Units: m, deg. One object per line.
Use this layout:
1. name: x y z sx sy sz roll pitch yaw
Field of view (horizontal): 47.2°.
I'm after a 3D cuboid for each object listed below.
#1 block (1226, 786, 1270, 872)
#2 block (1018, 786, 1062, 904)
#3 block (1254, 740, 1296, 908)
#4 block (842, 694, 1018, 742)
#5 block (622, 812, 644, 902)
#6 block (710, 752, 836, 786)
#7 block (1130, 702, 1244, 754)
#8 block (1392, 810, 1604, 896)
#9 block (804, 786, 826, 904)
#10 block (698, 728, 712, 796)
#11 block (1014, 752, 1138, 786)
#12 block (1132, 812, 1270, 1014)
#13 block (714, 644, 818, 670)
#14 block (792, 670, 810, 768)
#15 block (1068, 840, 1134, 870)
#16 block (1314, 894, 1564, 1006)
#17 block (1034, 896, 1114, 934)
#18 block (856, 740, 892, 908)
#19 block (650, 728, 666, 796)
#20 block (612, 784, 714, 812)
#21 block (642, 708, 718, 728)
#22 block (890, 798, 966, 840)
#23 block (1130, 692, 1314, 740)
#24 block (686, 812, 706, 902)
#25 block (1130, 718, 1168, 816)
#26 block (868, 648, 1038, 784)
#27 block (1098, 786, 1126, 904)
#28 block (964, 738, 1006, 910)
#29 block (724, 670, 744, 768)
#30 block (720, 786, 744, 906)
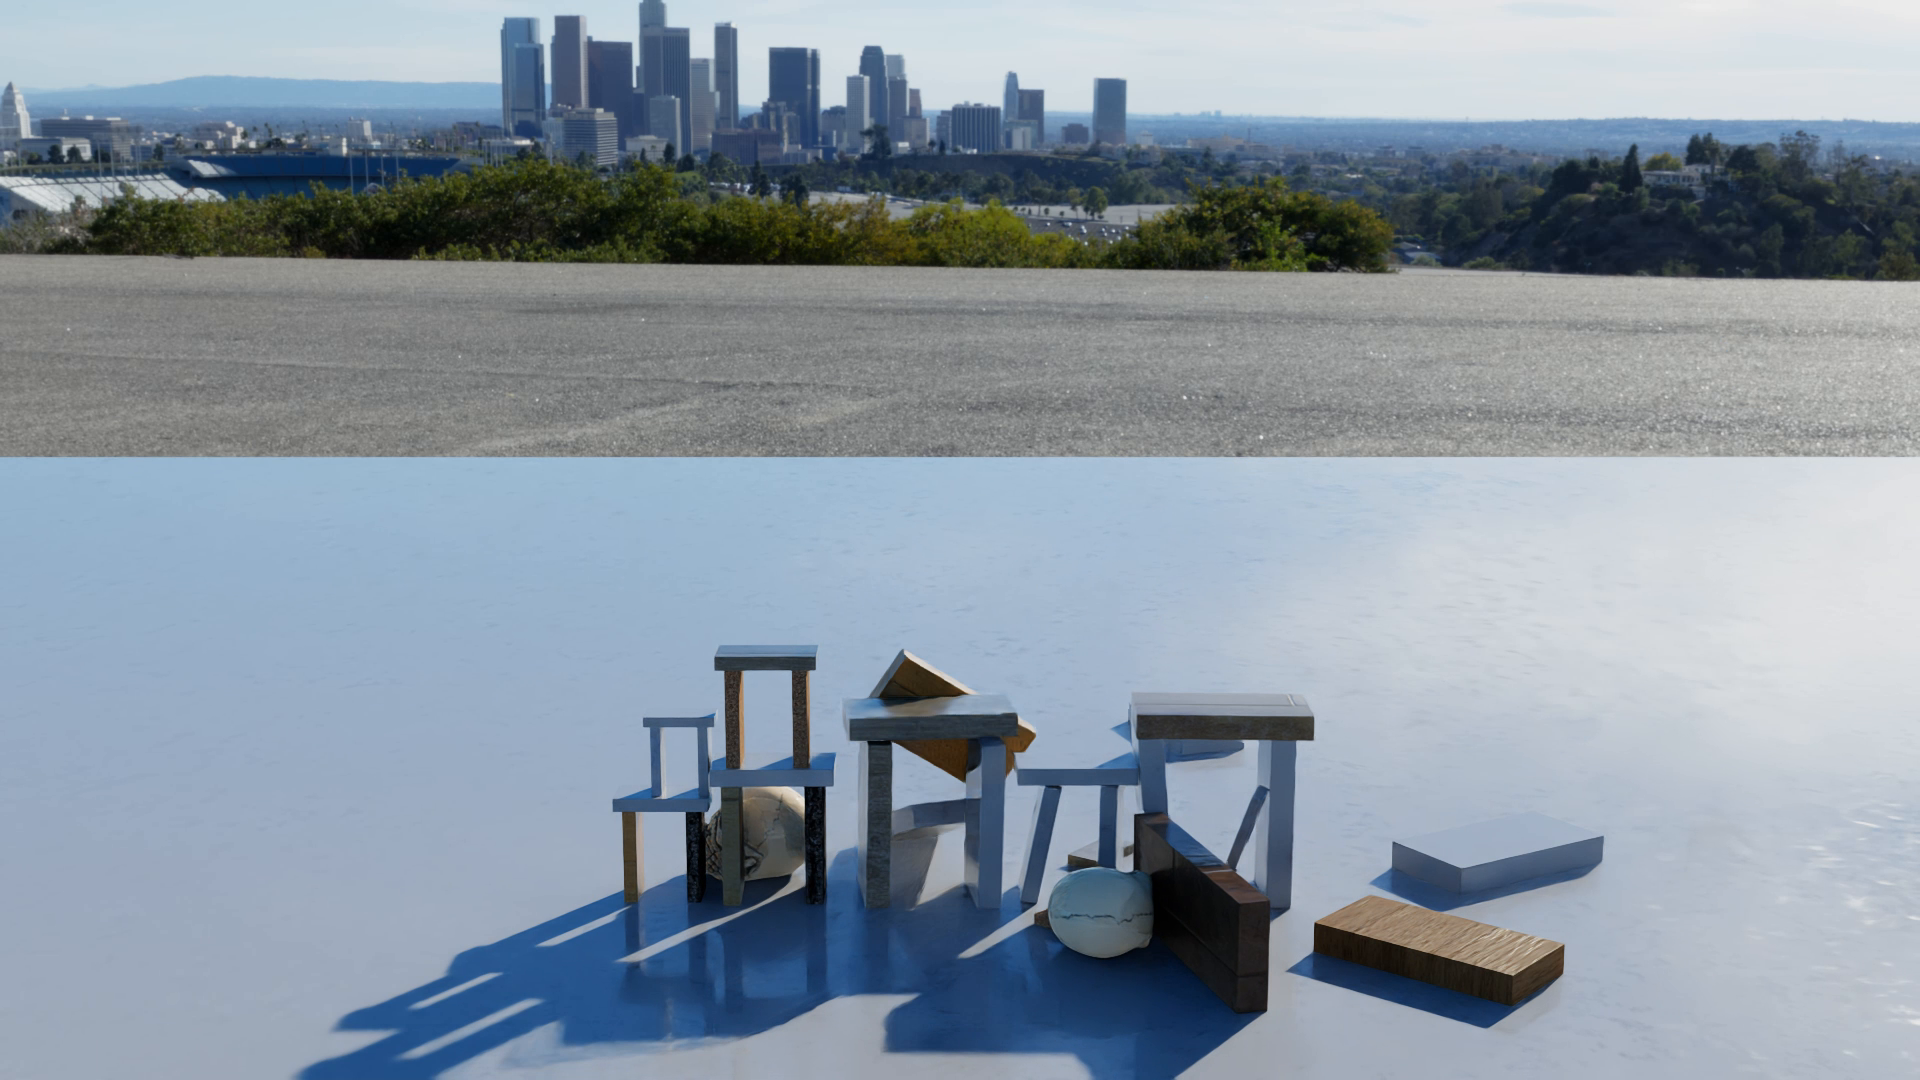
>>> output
1. block: 0.453 0.502 3.575 0.017 0.211 0.061 23 19 13
2. block: 0.132 0.492 3.650 0.028 0.198 0.099 11 10 -2
3. block: 0.521 0.450 3.642 0.040 0.285 0.143 0 11 0
4. block: -0.051 0.294 3.639 0.275 0.039 0.138 -1 9 -7
5. block: -0.542 0.514 3.651 0.022 0.156 0.078 0 11 0
6. block: -0.307 0.378 3.626 0.202 0.029 0.101 0 11 -1
7. block: 0.475 0.390 4.637 0.139 0.039 0.278 -4 11 -18
8. block: 0.932 0.540 3.810 0.335 0.047 0.167 -6 12 -31
9. block: -0.239 0.491 3.648 0.029 0.202 0.101 0 11 0
10. block: -0.421 0.358 3.629 0.016 0.116 0.058 0 11 0
11. block: 0.191 0.379 3.640 0.198 0.028 0.099 0 11 -2
12. block: 0.363 0.562 3.363 0.047 0.167 0.434 -3 11 -15
13. block: -0.315 0.192 3.590 0.164 0.023 0.082 0 11 -1
14. block: -0.261 0.284 3.608 0.023 0.164 0.082 0 11 -1
15. block: 0.248 0.548 3.847 0.061 0.017 0.122 8 13 35
16. block: 0.729 0.623 3.361 0.335 0.047 0.167 9 14 40
17. block: 0.185 0.604 3.547 0.122 0.017 0.061 -10 14 -43
18. block: -0.142 0.454 3.642 0.039 0.275 0.138 0 10 -9
19. block: -0.498 0.358 3.629 0.016 0.116 0.058 0 11 0
20. block: -0.490 0.427 3.634 0.156 0.022 0.078 0 11 0
21. block: -0.460 0.292 3.617 0.116 0.016 0.058 0 11 0
22. block: -0.060 0.488 3.830 0.139 0.039 0.278 -4 -11 -21
23. block: 0.428 0.289 3.610 0.285 0.040 0.143 1 11 1
24. block: -0.438 0.514 3.651 0.022 0.156 0.078 0 11 0
25. block: 0.319 0.449 3.643 0.040 0.285 0.143 -5 11 0
26. block: -0.022 0.315 3.767 0.278 0.139 0.039 32 10 -19
27. block: 0.252 0.492 3.653 0.028 0.198 0.099 3 11 11
28. block: 0.040 0.455 3.637 0.039 0.275 0.138 0 10 -10
29. block: -0.370 0.284 3.606 0.023 0.164 0.082 0 11 -1
30. block: -0.376 0.492 3.643 0.029 0.202 0.101 0 11 -2
